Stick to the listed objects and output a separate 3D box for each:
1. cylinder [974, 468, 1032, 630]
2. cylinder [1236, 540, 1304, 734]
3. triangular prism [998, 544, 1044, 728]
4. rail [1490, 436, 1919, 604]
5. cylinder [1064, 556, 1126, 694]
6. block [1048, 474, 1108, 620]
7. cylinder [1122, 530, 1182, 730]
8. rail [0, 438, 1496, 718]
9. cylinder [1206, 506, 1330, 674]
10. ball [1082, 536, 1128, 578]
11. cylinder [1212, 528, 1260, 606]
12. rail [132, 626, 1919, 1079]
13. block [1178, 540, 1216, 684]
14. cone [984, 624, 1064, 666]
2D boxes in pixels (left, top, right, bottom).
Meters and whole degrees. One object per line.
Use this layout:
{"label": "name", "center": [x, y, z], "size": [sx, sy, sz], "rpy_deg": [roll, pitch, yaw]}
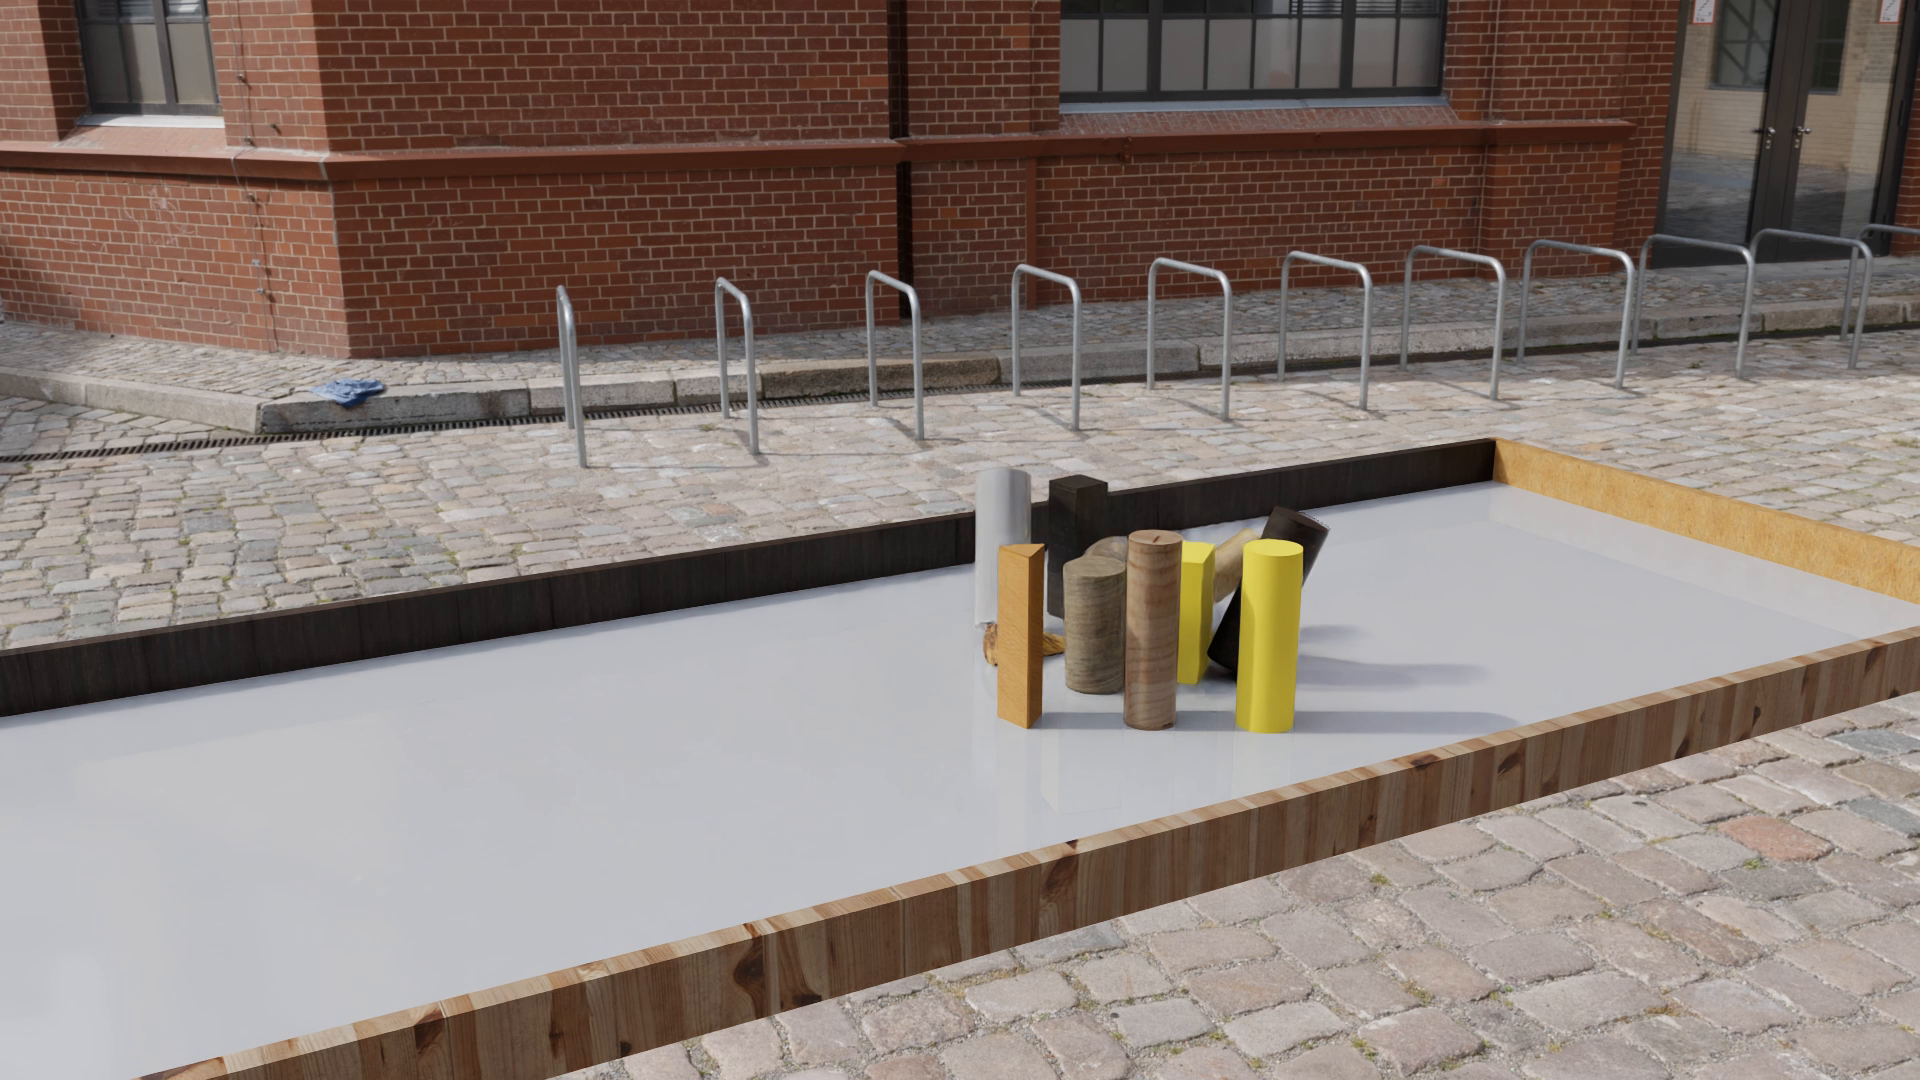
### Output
{"label": "cylinder", "center": [0.117, 0.030, 4.478], "size": [0.153, 0.419, 0.153], "rpy_deg": [0, -15, 0]}
{"label": "cylinder", "center": [0.717, 0.223, 3.831], "size": [0.136, 0.430, 0.136], "rpy_deg": [0, 16, 0]}
{"label": "triangular prism", "center": [0.159, 0.220, 3.859], "size": [0.093, 0.422, 0.107], "rpy_deg": [-14, 21, -39]}
{"label": "rail", "center": [2.466, -0.048, 5.253], "size": [0.050, 0.150, 2.100], "rpy_deg": [-9, 18, -27]}
{"label": "cylinder", "center": [0.335, 0.211, 4.082], "size": [0.153, 0.307, 0.153], "rpy_deg": [-2, 18, 1]}
{"label": "block", "center": [0.326, 0.023, 4.592], "size": [0.115, 0.385, 0.115], "rpy_deg": [-12, 20, -35]}
{"label": "cylinder", "center": [0.447, 0.210, 3.838], "size": [0.125, 0.452, 0.125], "rpy_deg": [0, 16, 0]}
{"label": "rail", "center": [-3.305, 0.497, 3.399], "size": [12.000, 0.150, 0.050], "rpy_deg": [-9, 18, -27]}
{"label": "cylinder", "center": [0.771, 0.132, 4.137], "size": [0.148, 0.408, 0.148], "rpy_deg": [22, 13, -5]}
{"label": "ball", "center": [0.426, 0.097, 4.476], "size": [0.215, 0.215, 0.215], "rpy_deg": [0, 16, 0]}
{"label": "cylinder", "center": [0.648, 0.123, 4.420], "size": [0.390, 0.123, 0.123], "rpy_deg": [-33, 25, -11]}
{"label": "rail", "center": [-2.336, 1.006, 1.665], "size": [12.000, 0.150, 0.050], "rpy_deg": [-9, 18, -27]}
{"label": "block", "center": [0.538, 0.178, 4.185], "size": [0.177, 0.318, 0.177], "rpy_deg": [5, 17, 18]}
{"label": "cone", "center": [0.238, 0.273, 4.332], "size": [0.347, 0.107, 0.107], "rpy_deg": [1, 14, -28]}
